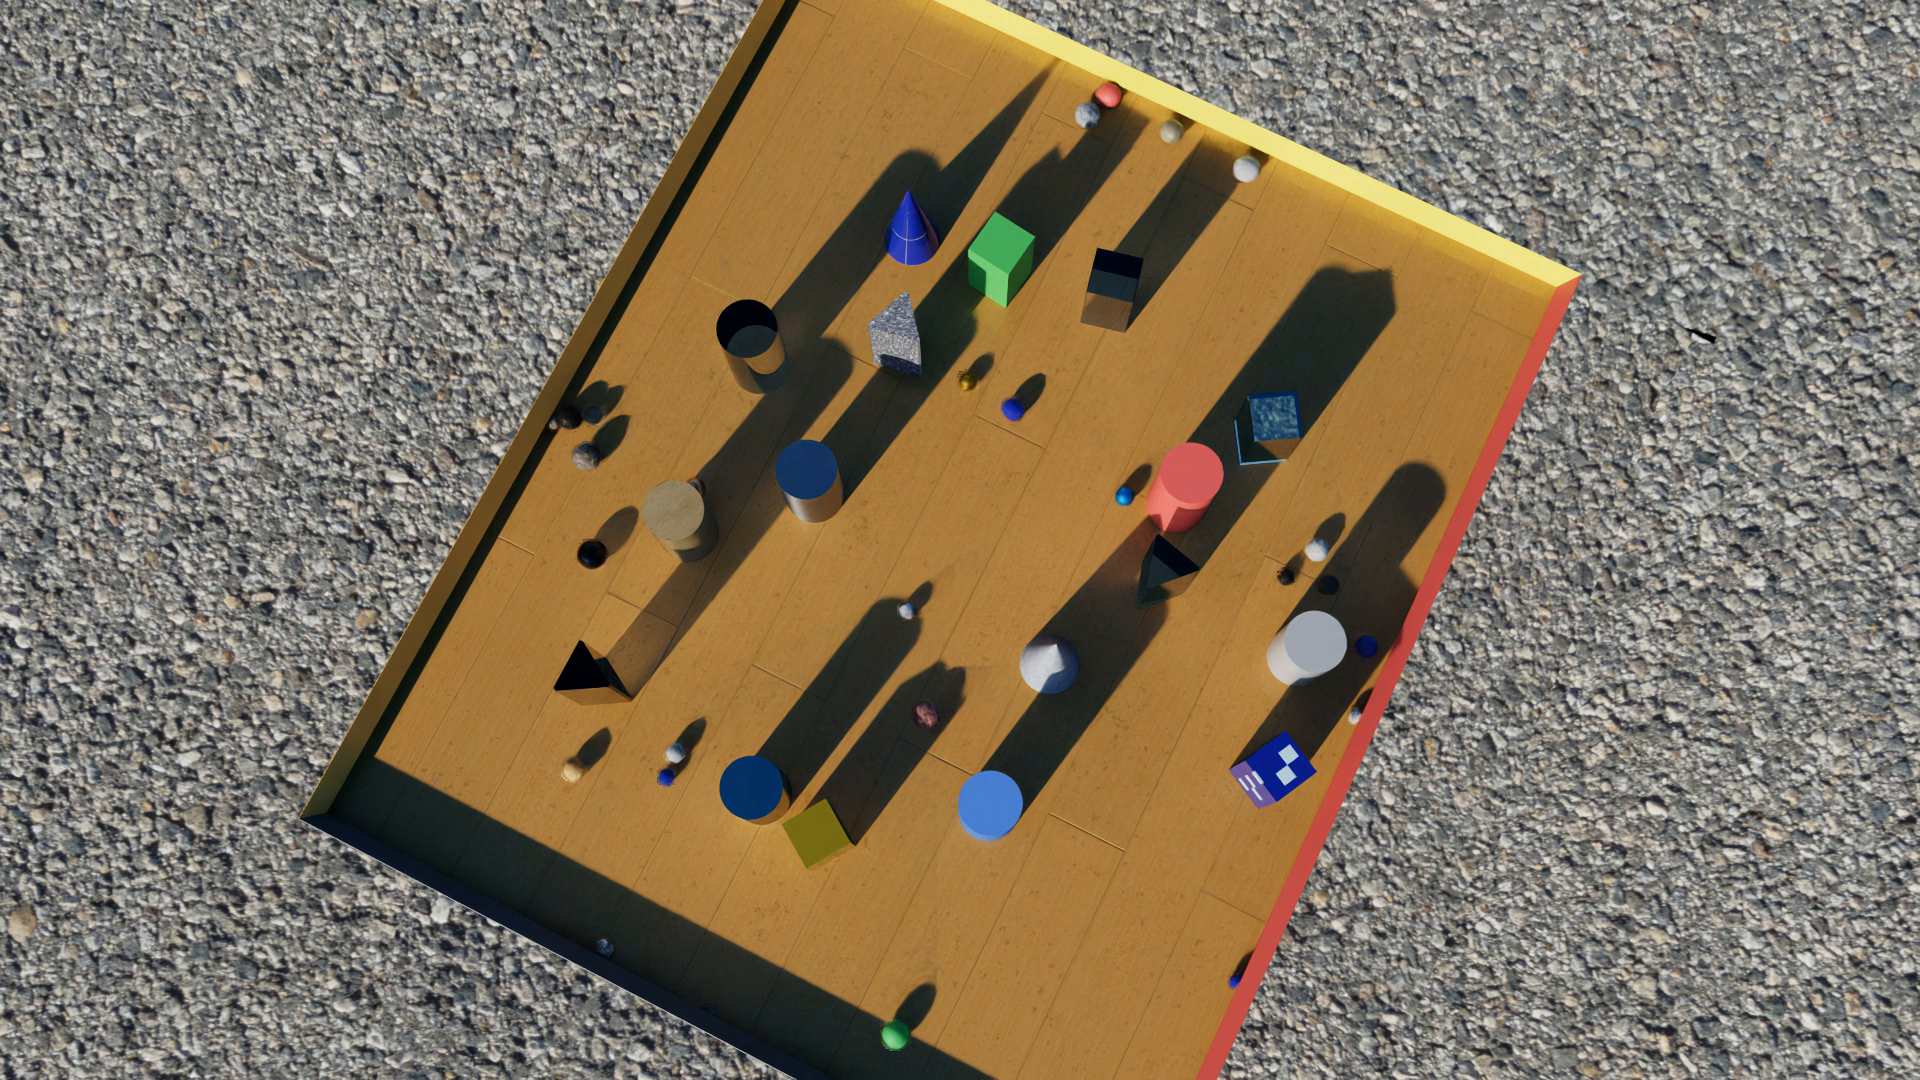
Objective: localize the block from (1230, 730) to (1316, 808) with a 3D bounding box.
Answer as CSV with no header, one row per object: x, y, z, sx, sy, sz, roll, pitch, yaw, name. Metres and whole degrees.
0.903,0.669,5.312,0.144,0.326,0.144,-35,81,-7,block

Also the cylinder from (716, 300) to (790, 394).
-0.624,-0.581,5.545,0.180,0.375,0.180,0,78,0,cylinder

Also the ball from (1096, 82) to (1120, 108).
0.475,-1.426,5.870,0.080,0.080,0.080,0,78,0,ball

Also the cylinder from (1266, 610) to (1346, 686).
1.017,0.322,5.393,0.180,0.307,0.180,0,78,0,cylinder

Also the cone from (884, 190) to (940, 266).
-0.152,-0.997,5.616,0.180,0.404,0.180,0,78,0,cone

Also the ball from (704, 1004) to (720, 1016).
-0.721,1.366,5.311,0.046,0.046,0.046,0,78,0,ball

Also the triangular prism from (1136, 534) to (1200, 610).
0.584,0.085,5.398,0.156,0.394,0.135,-19,79,-4,triangular prism

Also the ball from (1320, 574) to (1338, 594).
1.120,0.135,5.559,0.058,0.058,0.058,0,78,0,ball

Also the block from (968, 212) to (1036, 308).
0.125,-0.858,5.637,0.144,0.308,0.144,33,80,6,block

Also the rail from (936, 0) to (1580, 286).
0.708,-1.381,5.841,2.698,0.117,0.045,26,80,5,rail

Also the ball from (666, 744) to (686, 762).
-0.845,0.634,5.455,0.058,0.058,0.058,0,78,0,ball

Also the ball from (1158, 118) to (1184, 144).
0.674,-1.304,5.845,0.079,0.079,0.079,0,78,0,ball

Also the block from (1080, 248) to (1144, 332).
0.464,-0.764,5.627,0.144,0.289,0.144,14,79,3,block

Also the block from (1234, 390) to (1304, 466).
0.931,-0.337,5.540,0.144,0.286,0.144,-5,78,-1,block

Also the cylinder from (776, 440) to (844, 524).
-0.447,-0.173,5.487,0.180,0.323,0.180,0,78,0,cylinder

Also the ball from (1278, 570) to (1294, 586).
0.991,0.115,5.568,0.048,0.048,0.048,0,78,0,ball

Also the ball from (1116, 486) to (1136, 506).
0.506,-0.135,5.614,0.059,0.059,0.059,0,78,0,ball

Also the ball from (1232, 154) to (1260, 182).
0.908,-1.179,5.816,0.086,0.086,0.086,0,78,0,ball

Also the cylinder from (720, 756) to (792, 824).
-0.589,0.728,5.312,0.180,0.300,0.180,0,78,0,cylinder

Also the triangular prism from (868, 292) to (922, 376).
-0.176,-0.632,5.559,0.156,0.367,0.135,17,79,3,triangular prism

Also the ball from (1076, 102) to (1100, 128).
0.409,-1.358,5.856,0.080,0.080,0.080,0,78,0,ball

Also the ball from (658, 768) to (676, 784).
-0.870,0.702,5.446,0.049,0.049,0.049,0,78,0,ball

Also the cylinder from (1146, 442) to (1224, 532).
0.664,-0.151,5.440,0.180,0.406,0.180,0,78,0,cylinder

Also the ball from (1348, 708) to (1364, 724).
1.187,0.527,5.482,0.049,0.049,0.049,0,78,0,ball

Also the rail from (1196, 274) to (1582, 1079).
1.186,0.587,5.434,0.045,0.117,3.214,26,80,5,rail

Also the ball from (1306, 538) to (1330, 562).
1.087,0.031,5.574,0.070,0.070,0.070,0,78,0,ball

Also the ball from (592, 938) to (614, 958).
-1.040,1.191,5.339,0.061,0.061,0.061,0,78,0,ball

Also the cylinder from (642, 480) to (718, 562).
-0.830,-0.054,5.464,0.180,0.320,0.180,0,78,0,cylinder

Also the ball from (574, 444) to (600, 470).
-1.145,-0.253,5.626,0.083,0.083,0.083,0,78,0,ball

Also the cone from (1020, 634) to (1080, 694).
0.270,0.334,5.337,0.180,0.411,0.180,0,78,0,cone

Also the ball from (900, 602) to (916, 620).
-0.157,0.214,5.546,0.052,0.052,0.052,0,78,0,ball

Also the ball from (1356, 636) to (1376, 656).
1.223,0.319,5.517,0.059,0.059,0.059,0,78,0,ball

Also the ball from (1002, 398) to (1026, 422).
0.166,-0.403,5.663,0.072,0.072,0.072,0,78,0,ball

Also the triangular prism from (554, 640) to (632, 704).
-1.068,0.387,5.349,0.156,0.368,0.135,-4,78,-1,triangular prism

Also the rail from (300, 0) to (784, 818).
-1.186,-0.574,5.674,0.045,0.117,3.214,26,80,5,rail

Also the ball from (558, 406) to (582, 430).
-1.202,-0.377,5.656,0.074,0.074,0.074,0,78,0,ball

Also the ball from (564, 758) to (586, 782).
-1.143,0.681,5.440,0.069,0.069,0.069,0,78,0,ball

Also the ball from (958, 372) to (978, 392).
0.025,-0.491,5.688,0.059,0.059,0.059,0,78,0,ball

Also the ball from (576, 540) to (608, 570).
-1.117,0.044,5.561,0.090,0.090,0.090,0,78,0,ball

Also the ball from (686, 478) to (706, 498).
-0.813,-0.155,5.612,0.071,0.071,0.071,0,78,0,ball

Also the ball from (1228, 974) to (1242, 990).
0.805,1.283,5.328,0.046,0.046,0.046,0,78,0,ball

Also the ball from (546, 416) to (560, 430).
-1.260,-0.363,5.667,0.047,0.047,0.047,0,78,0,ball

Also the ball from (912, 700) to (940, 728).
-0.101,0.521,5.466,0.083,0.083,0.083,0,78,0,ball

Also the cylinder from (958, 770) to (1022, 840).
0.085,0.768,5.274,0.180,0.360,0.180,0,78,0,cylinder

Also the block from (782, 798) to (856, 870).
-0.407,0.856,5.309,0.144,0.256,0.144,-30,80,-6,block

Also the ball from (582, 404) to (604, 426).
-1.135,-0.385,5.666,0.065,0.065,0.065,0,78,0,ball

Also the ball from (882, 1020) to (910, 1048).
-0.184,1.425,5.281,0.081,0.081,0.081,0,78,0,ball

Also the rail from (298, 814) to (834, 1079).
-0.708,1.393,5.268,2.698,0.117,0.045,26,80,5,rail
